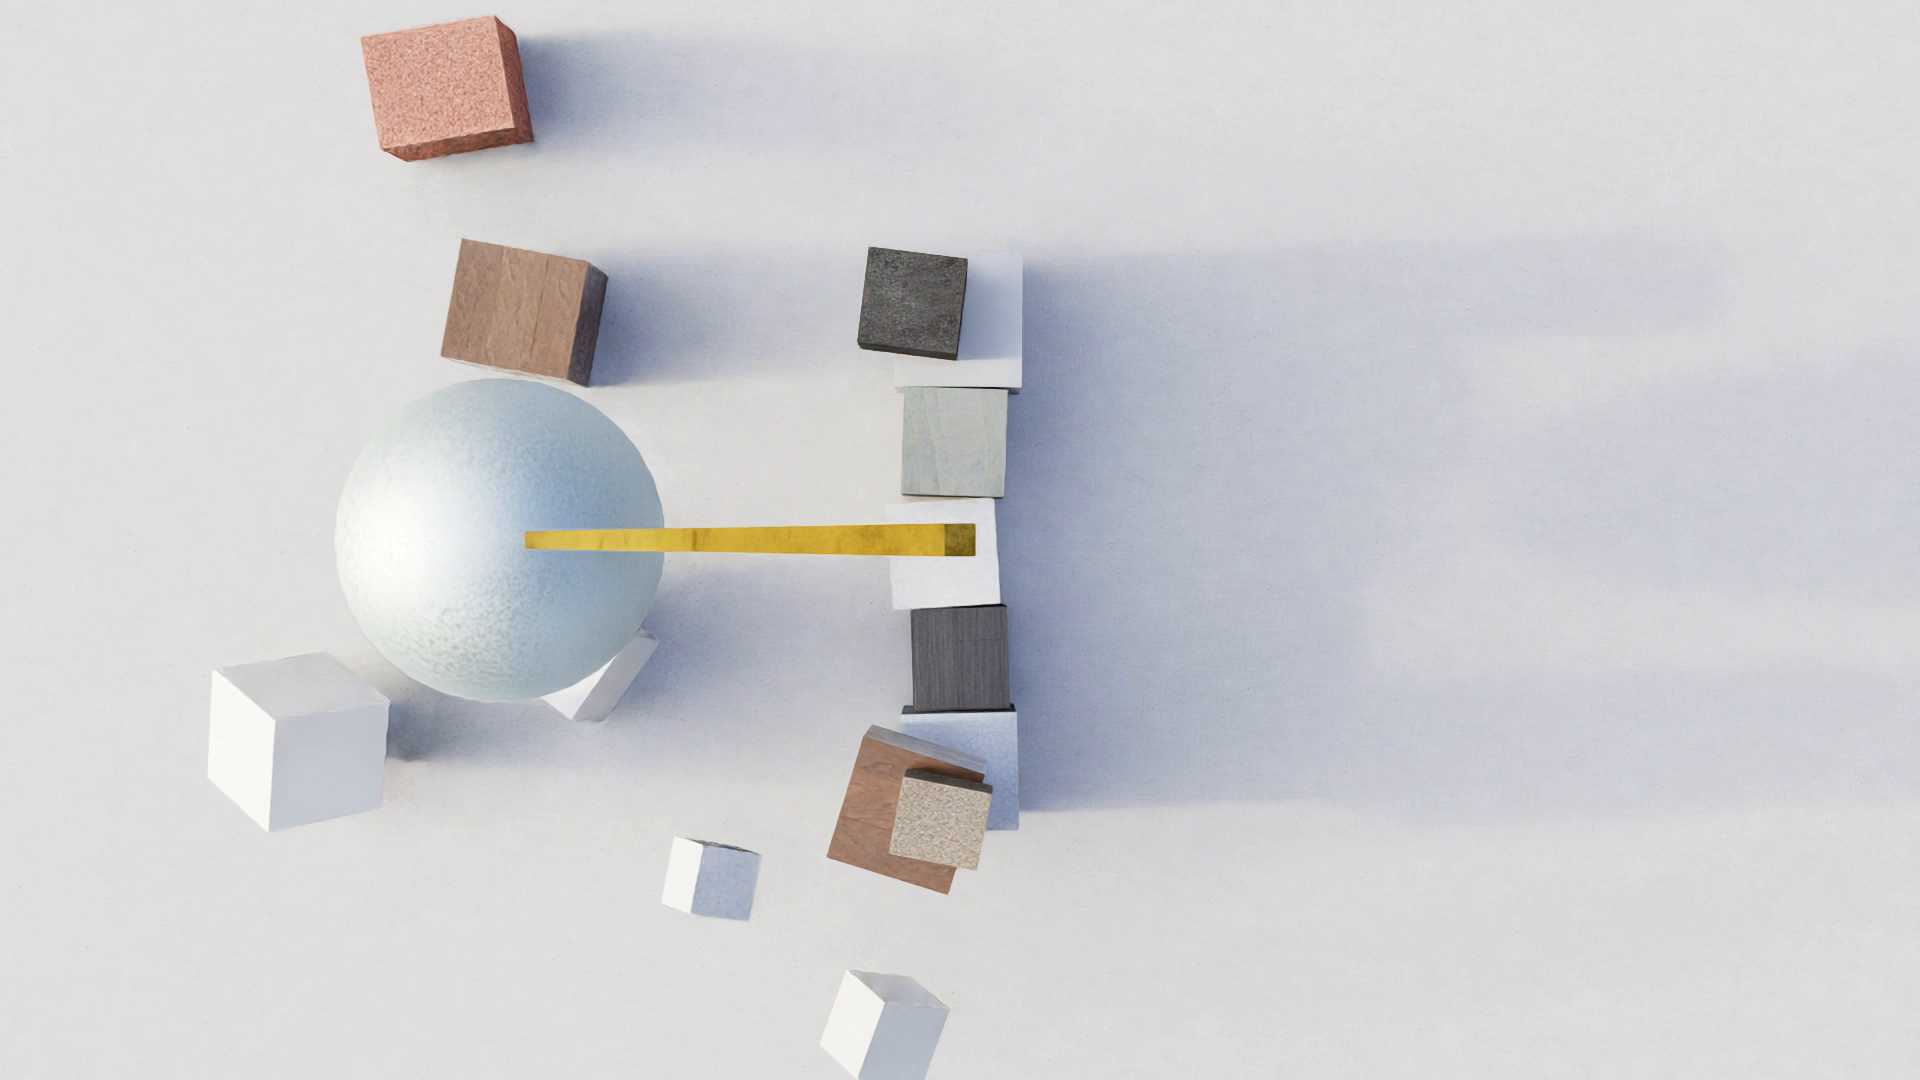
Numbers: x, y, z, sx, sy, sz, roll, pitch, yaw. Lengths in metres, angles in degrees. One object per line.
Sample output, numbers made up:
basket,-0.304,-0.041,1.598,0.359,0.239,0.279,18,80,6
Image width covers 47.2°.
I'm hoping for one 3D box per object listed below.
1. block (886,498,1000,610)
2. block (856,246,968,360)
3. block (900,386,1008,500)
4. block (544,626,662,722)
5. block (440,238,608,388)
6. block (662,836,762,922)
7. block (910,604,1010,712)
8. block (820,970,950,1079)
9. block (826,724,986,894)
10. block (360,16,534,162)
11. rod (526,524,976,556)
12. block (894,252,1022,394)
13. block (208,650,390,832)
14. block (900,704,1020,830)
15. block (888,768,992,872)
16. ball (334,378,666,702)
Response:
block,-0.099,0.078,12.718,0.608,0.551,0.599,-4,90,-1
block,-0.257,-1.295,12.106,0.540,0.473,0.519,7,90,0
block,-0.032,-0.550,12.655,0.581,0.689,0.601,2,90,0
block,-2.221,0.615,12.638,0.643,0.622,0.578,35,90,10
block,-2.493,-1.292,12.645,0.721,0.710,0.672,10,90,0
block,-1.366,1.864,12.096,0.362,0.372,0.372,14,83,-31
block,0.001,0.676,12.734,0.548,0.532,0.578,-2,90,0
block,-0.422,2.731,12.342,0.465,0.412,0.459,15,97,-37
block,-0.277,1.447,11.921,0.670,0.768,0.664,17,90,1
block,-2.940,-2.589,12.665,0.763,0.633,0.631,-9,93,0
rod,-0.977,0.000,7.681,0.080,5.200,0.080,0,90,-22
block,-0.010,-1.240,12.671,0.716,0.657,0.758,0,90,0
block,-3.736,1.123,12.413,0.743,0.685,0.676,27,115,41
block,0.000,1.300,12.653,0.649,0.695,0.658,-1,90,0
block,-0.096,1.438,11.336,0.458,0.394,0.398,11,90,1
ball,-2.256,0.000,10.832,1.600,1.600,1.600,0,90,0
